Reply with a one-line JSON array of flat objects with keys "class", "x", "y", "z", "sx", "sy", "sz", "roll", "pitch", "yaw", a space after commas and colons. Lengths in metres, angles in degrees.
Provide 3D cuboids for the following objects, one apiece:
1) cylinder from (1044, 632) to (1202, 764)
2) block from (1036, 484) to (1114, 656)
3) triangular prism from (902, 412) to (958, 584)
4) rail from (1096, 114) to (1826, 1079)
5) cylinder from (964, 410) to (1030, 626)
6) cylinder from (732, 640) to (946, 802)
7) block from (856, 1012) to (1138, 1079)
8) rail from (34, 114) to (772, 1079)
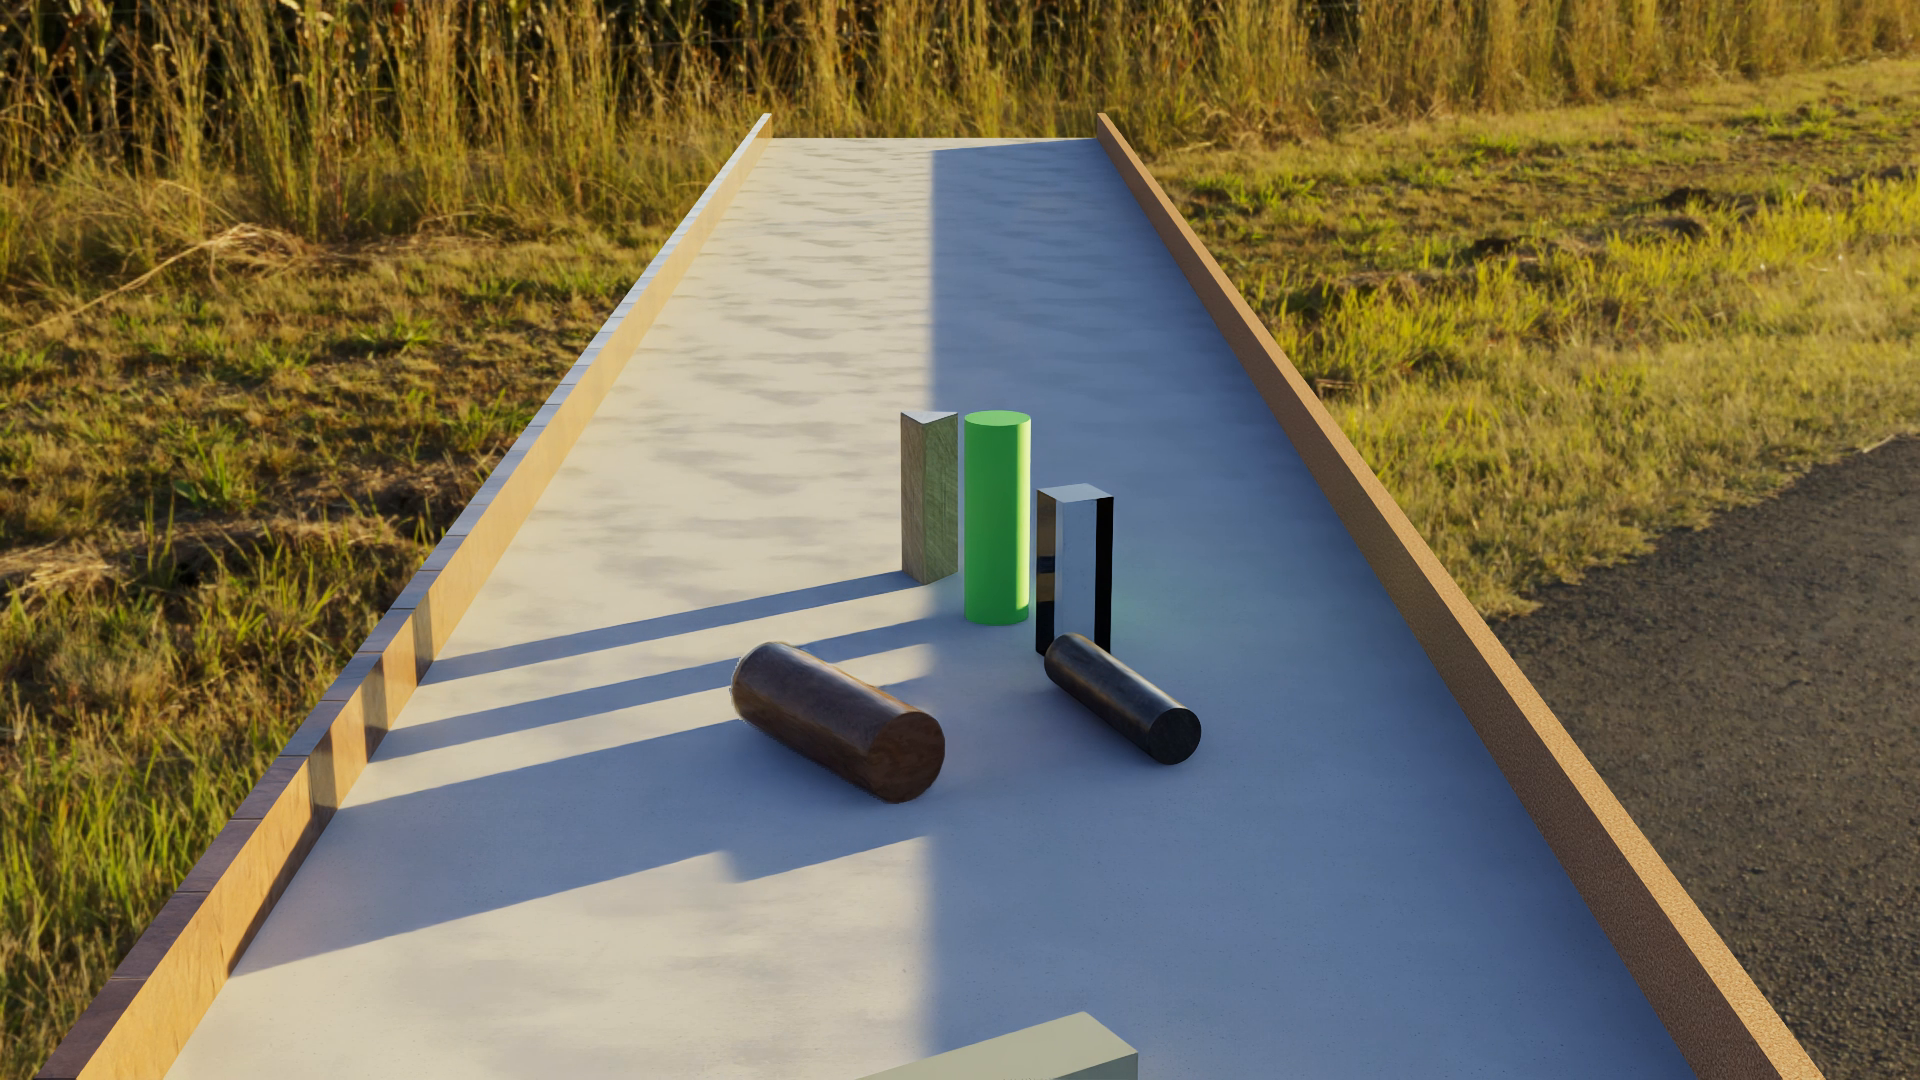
[{"class": "cylinder", "x": 0.295, "y": 0.288, "z": 4.067, "sx": 0.107, "sy": 0.107, "sz": 0.437, "roll": -7, "pitch": 18, "yaw": -21}, {"class": "block", "x": 0.228, "y": 0.070, "z": 4.394, "sx": 0.112, "sy": 0.341, "sz": 0.112, "roll": -8, "pitch": 18, "yaw": -24}, {"class": "triangular prism", "x": -0.087, "y": -0.101, "z": 4.917, "sx": 0.110, "sy": 0.369, "sz": 0.126, "roll": 12, "pitch": 20, "yaw": 34}, {"class": "rail", "x": 0.932, "y": -0.844, "z": 7.801, "sx": 0.050, "sy": 0.150, "sz": 12.000, "roll": 0, "pitch": 17, "yaw": -1}, {"class": "cylinder", "x": 0.078, "y": -0.047, "z": 4.627, "sx": 0.137, "sy": 0.432, "sz": 0.137, "roll": 0, "pitch": 17, "yaw": 0}, {"class": "cylinder", "x": -0.221, "y": 0.315, "z": 3.884, "sx": 0.162, "sy": 0.162, "sz": 0.445, "roll": -12, "pitch": 20, "yaw": -34}, {"class": "block", "x": 0.035, "y": 0.696, "z": 2.677, "sx": 0.355, "sy": 0.119, "sz": 0.119, "roll": -10, "pitch": 19, "yaw": -29}, {"class": "rail", "x": -1.118, "y": -0.838, "z": 7.780, "sx": 0.050, "sy": 0.150, "sz": 12.000, "roll": 0, "pitch": 17, "yaw": -1}]
